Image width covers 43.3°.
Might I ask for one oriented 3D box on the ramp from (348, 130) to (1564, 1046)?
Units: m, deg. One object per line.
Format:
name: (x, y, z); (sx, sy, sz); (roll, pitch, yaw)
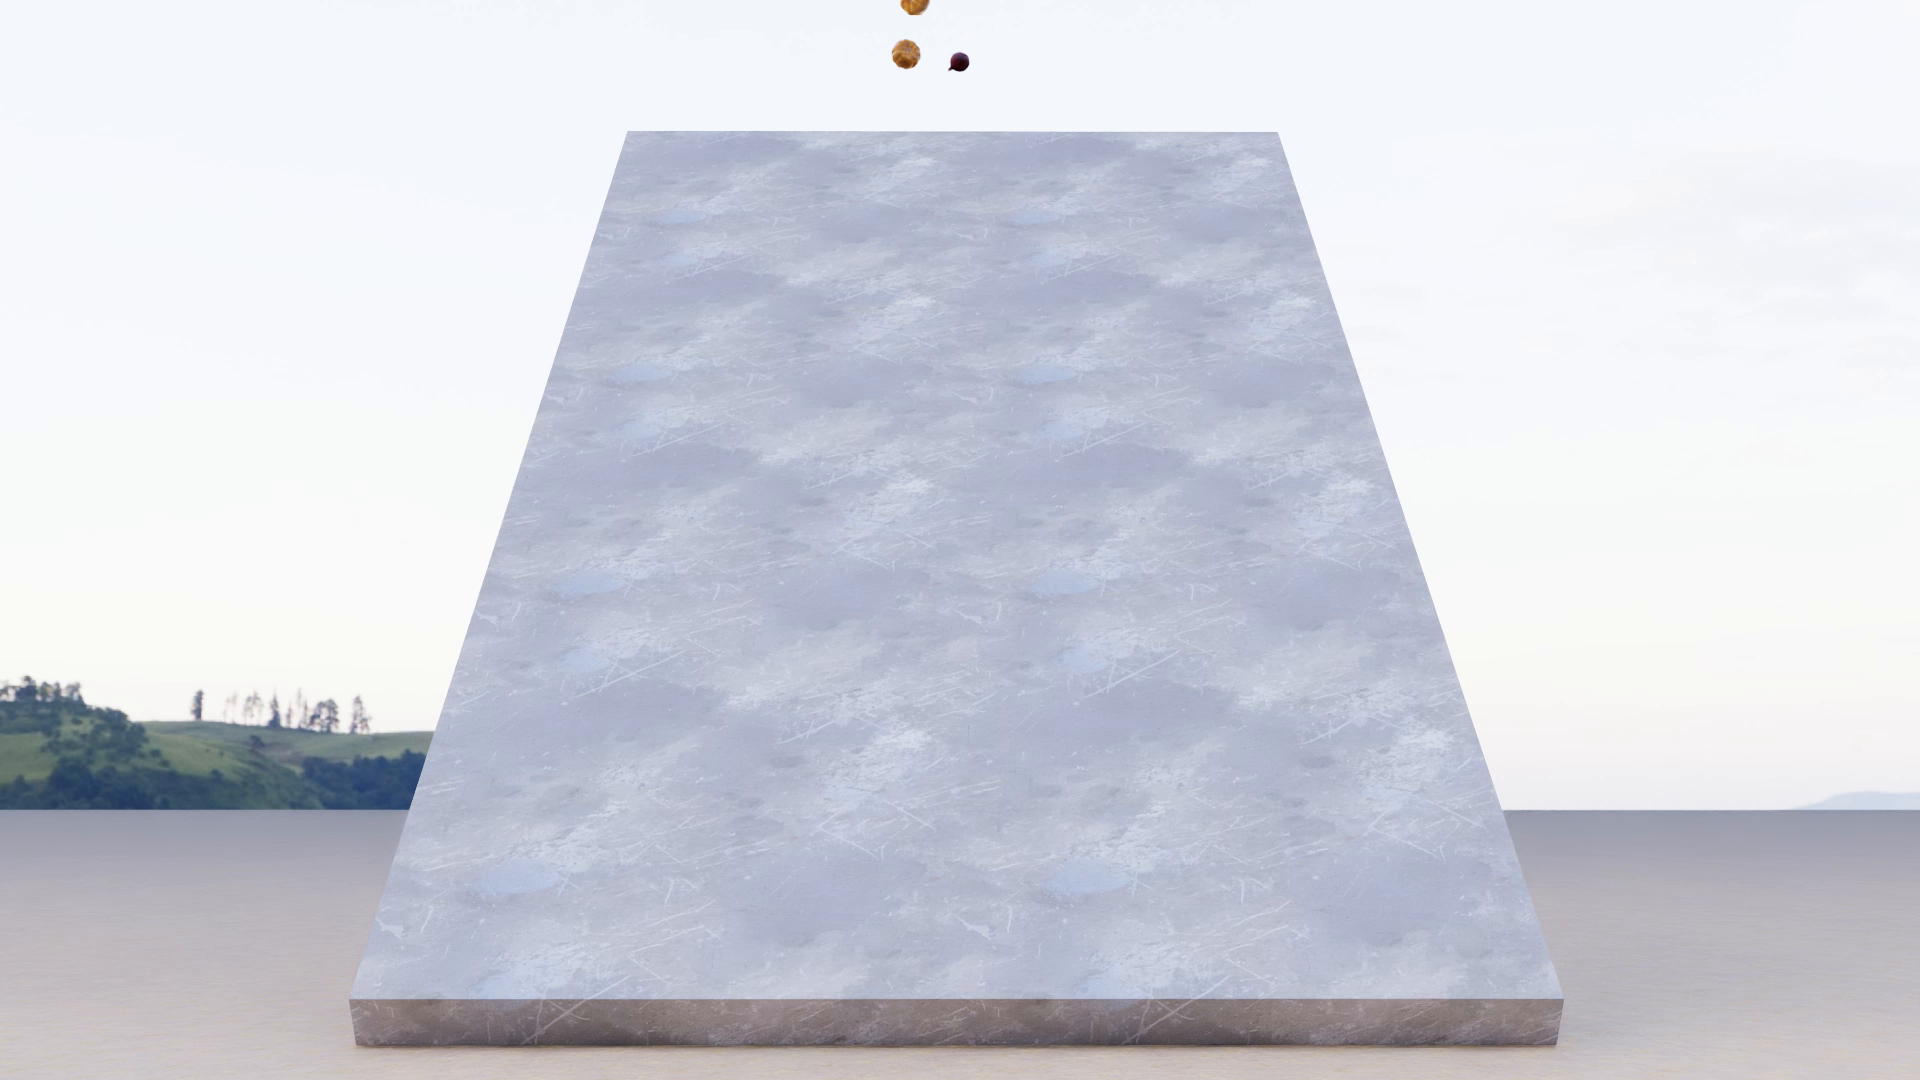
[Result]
ramp: (-0.013, -0.208, 5.733); (2.000, 0.100, 4.000); (0, 30, 0)
